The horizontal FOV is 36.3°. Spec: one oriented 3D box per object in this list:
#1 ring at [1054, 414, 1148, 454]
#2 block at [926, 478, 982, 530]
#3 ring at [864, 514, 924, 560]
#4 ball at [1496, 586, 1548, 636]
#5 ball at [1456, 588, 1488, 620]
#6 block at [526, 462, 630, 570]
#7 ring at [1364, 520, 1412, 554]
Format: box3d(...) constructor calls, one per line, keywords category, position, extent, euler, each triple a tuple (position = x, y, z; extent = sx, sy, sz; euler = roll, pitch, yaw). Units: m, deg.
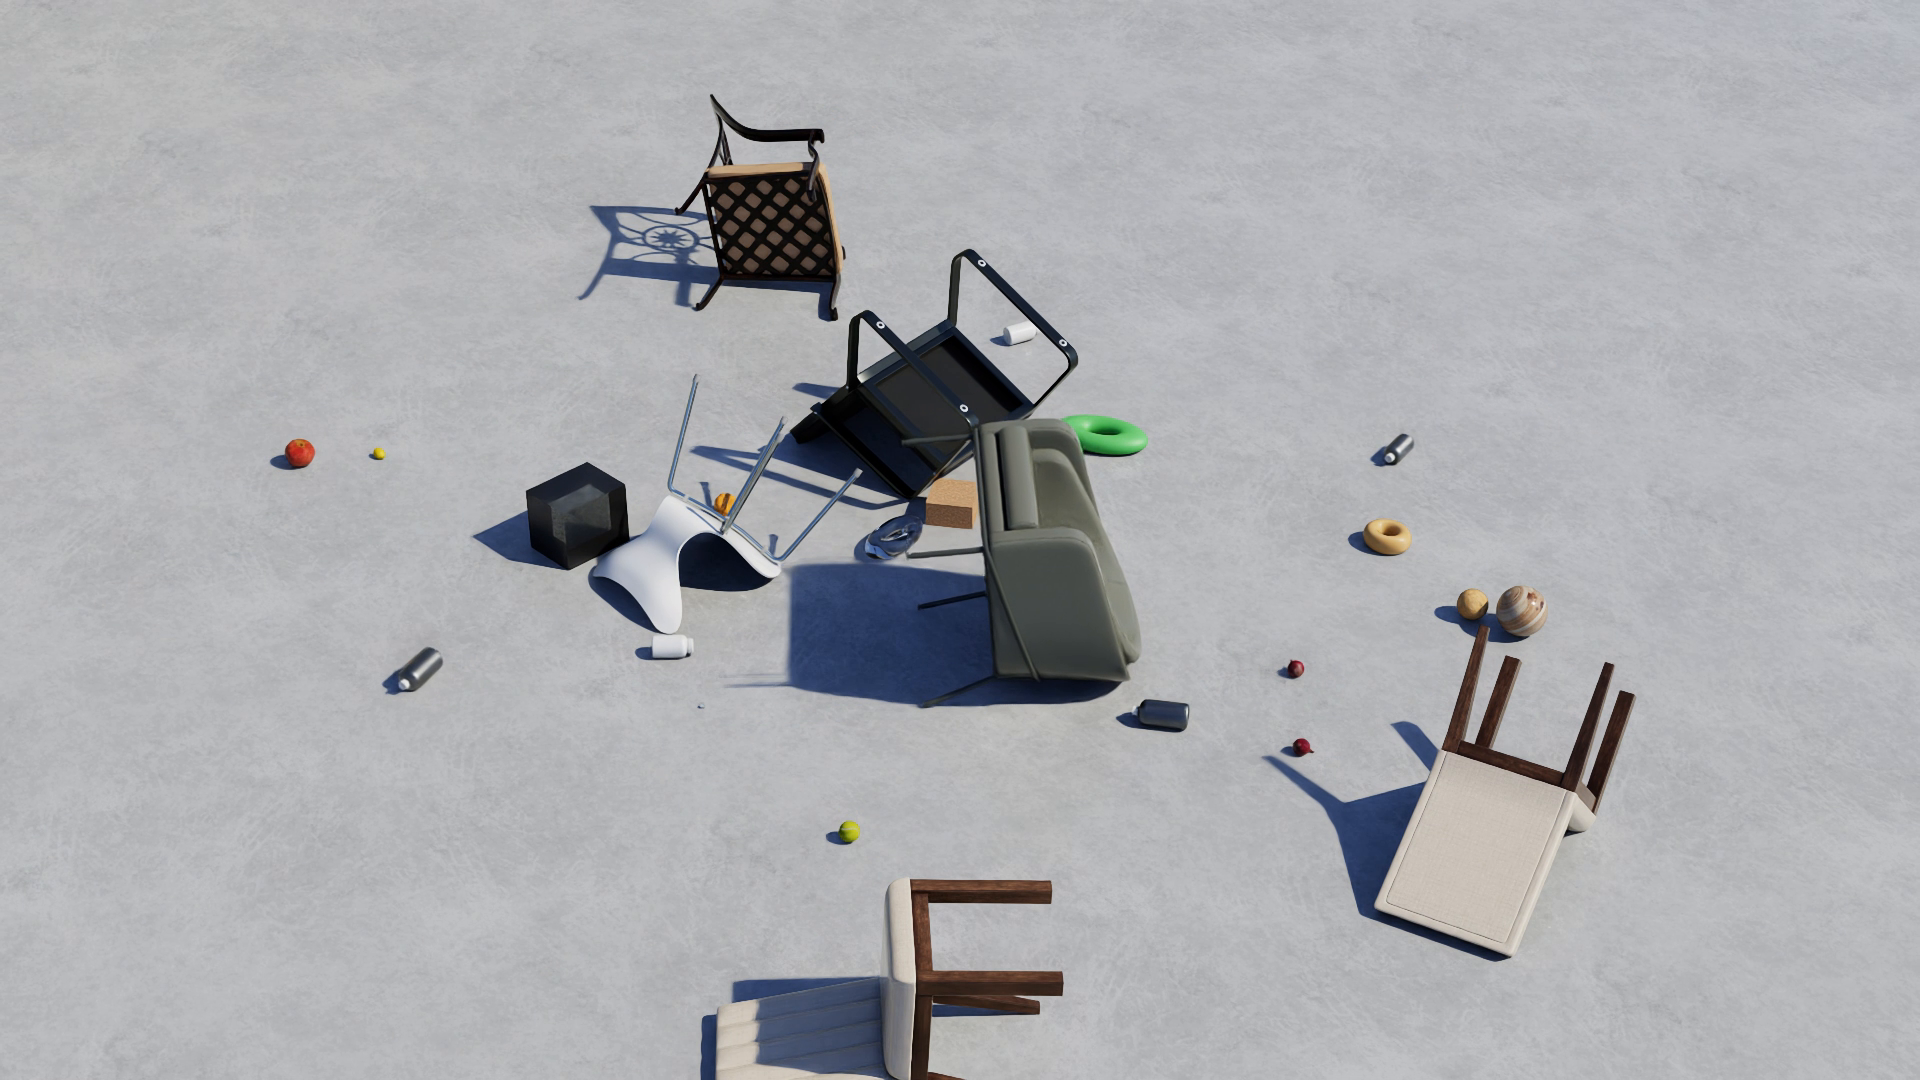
box3d(category="ring", position=(0.554, -0.414, 11.506), extent=(0.382, 0.074, 0.213), euler=(12, 34, 18))
box3d(category="block", position=(-0.024, -0.138, 11.064), extent=(0.178, 0.098, 0.181), euler=(6, 34, 9))
box3d(category="ring", position=(-0.245, -0.010, 10.899), extent=(0.156, 0.067, 0.302), euler=(22, 39, 28))
box3d(category="ball", position=(1.993, 0.251, 10.397), extent=(0.182, 0.182, 0.182), euler=(0, 33, 0))
box3d(category="ball", position=(1.835, 0.230, 10.492), extent=(0.113, 0.113, 0.113), euler=(0, 33, 0))
box3d(category="block", position=(-1.414, -0.089, 10.855), extent=(0.289, 0.247, 0.224), euler=(-29, 43, -36))
box3d(category="ring", position=(1.588, -0.012, 10.895), extent=(0.186, 0.076, 0.161), euler=(22, 41, 27))
